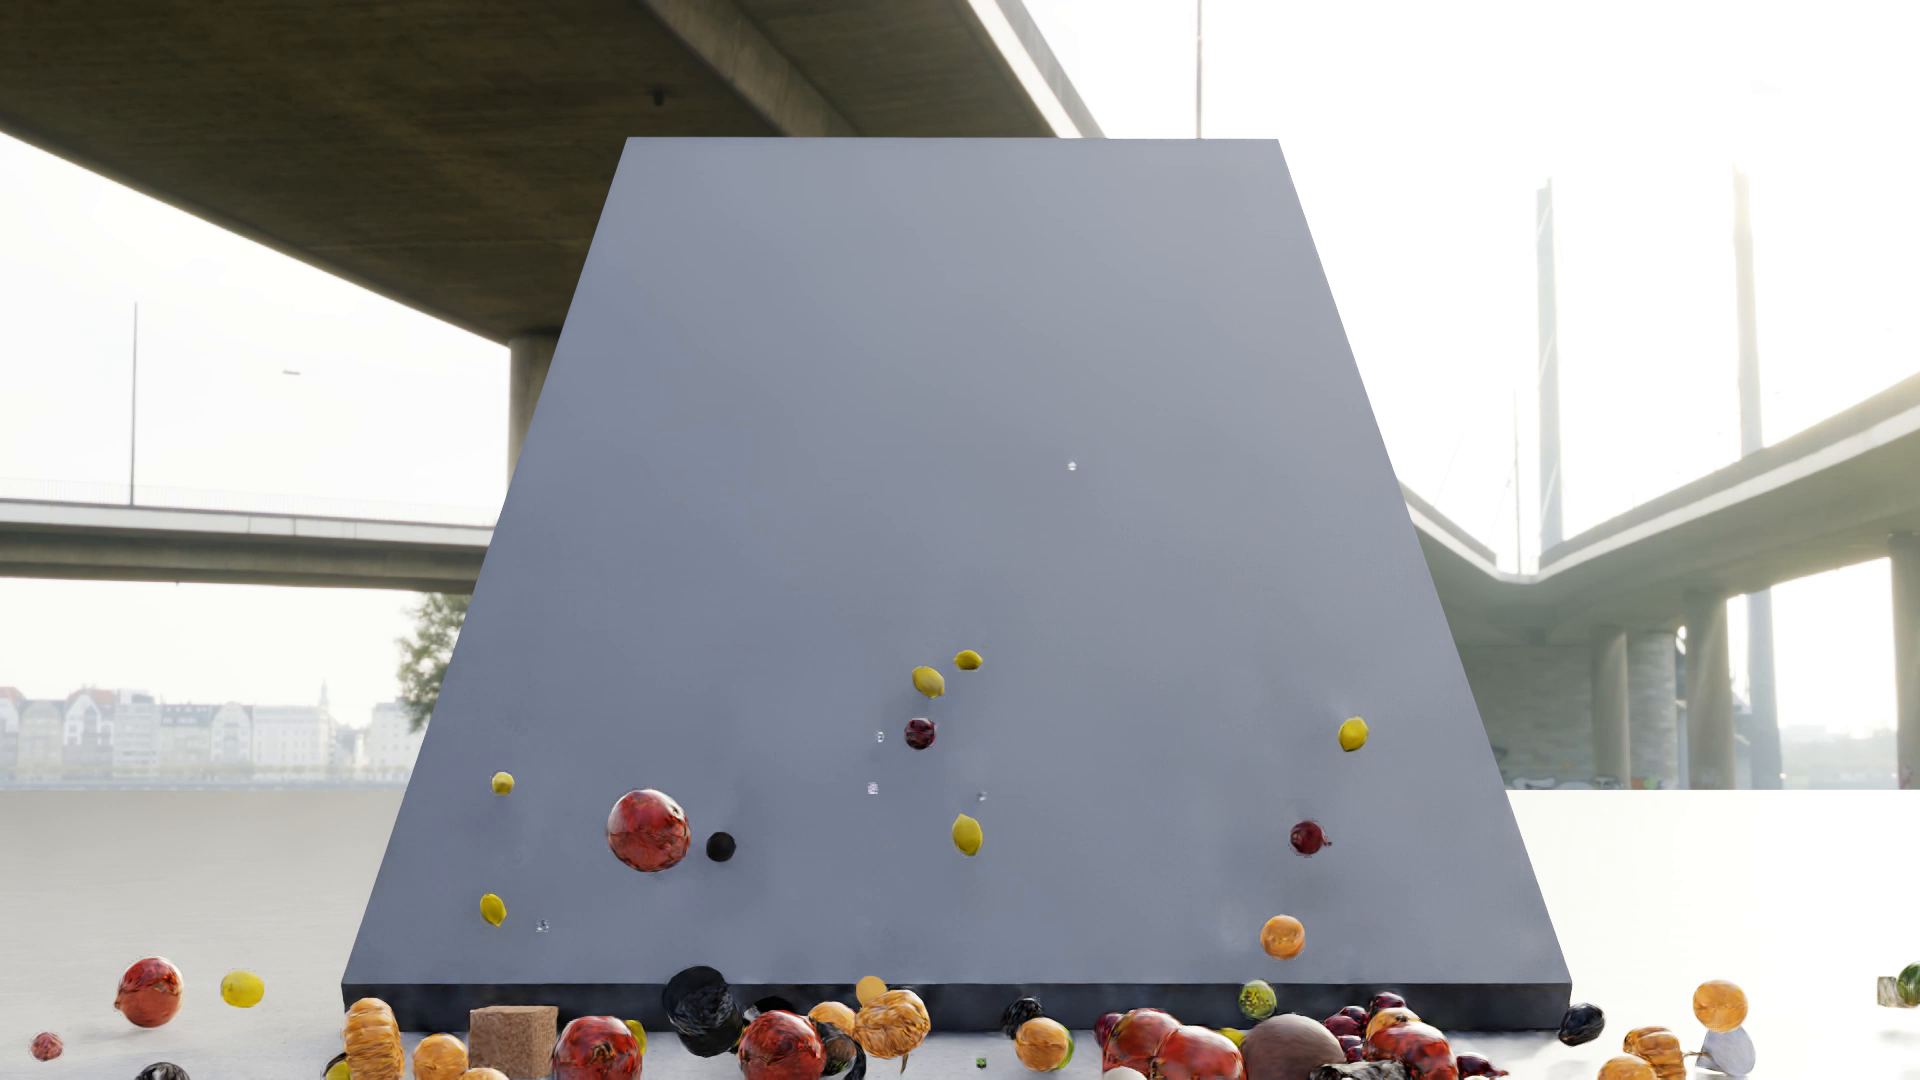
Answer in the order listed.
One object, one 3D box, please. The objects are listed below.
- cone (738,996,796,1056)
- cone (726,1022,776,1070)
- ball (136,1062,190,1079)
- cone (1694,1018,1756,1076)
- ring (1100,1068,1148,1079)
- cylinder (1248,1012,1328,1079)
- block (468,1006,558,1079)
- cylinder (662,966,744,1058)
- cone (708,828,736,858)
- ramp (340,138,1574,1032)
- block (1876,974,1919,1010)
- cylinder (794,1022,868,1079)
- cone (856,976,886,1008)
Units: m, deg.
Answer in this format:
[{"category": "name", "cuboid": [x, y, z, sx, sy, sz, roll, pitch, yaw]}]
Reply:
[{"category": "cone", "cuboid": [-0.269, 0.750, 3.615, 0.096, 0.096, 0.096, -3, -33, 23]}, {"category": "cone", "cuboid": [-0.296, 0.715, 3.379, 0.067, 0.067, 0.067, -4, -5, -10]}, {"category": "ball", "cuboid": [-0.961, 0.664, 2.896, 0.070, 0.070, 0.070, 0, -6, 0]}, {"category": "cone", "cuboid": [1.057, 0.727, 3.380, 0.084, 0.084, 0.084, 3, -31, -25]}, {"category": "ring", "cuboid": [0.157, 0.559, 2.287, 0.038, 0.113, 0.113, 2, -6, -25]}, {"category": "cylinder", "cuboid": [0.427, 0.667, 3.133, 0.075, 0.075, 0.075, -25, -2, -10]}, {"category": "block", "cuboid": [-0.621, 0.699, 3.345, 0.092, 0.092, 0.092, -1, -6, 12]}, {"category": "cylinder", "cuboid": [-0.353, 0.648, 3.307, 0.090, 0.090, 0.090, -2, -43, 15]}, {"category": "cone", "cuboid": [-0.425, 0.533, 4.204, 0.054, 0.054, 0.054, 3, -14, -24]}, {"category": "ramp", "cuboid": [-0.012, -0.215, 5.671, 2.000, 0.100, 4.000, 0, 29, 0]}, {"category": "block", "cuboid": [1.575, 0.760, 4.039, 0.052, 0.052, 0.052, 6, -9, 3]}, {"category": "cylinder", "cuboid": [-0.170, 0.682, 3.164, 0.077, 0.077, 0.077, 2, 4, -20]}, {"category": "cone", "cuboid": [-0.140, 0.721, 3.873, 0.051, 0.051, 0.051, 0, 3, 4]}]
